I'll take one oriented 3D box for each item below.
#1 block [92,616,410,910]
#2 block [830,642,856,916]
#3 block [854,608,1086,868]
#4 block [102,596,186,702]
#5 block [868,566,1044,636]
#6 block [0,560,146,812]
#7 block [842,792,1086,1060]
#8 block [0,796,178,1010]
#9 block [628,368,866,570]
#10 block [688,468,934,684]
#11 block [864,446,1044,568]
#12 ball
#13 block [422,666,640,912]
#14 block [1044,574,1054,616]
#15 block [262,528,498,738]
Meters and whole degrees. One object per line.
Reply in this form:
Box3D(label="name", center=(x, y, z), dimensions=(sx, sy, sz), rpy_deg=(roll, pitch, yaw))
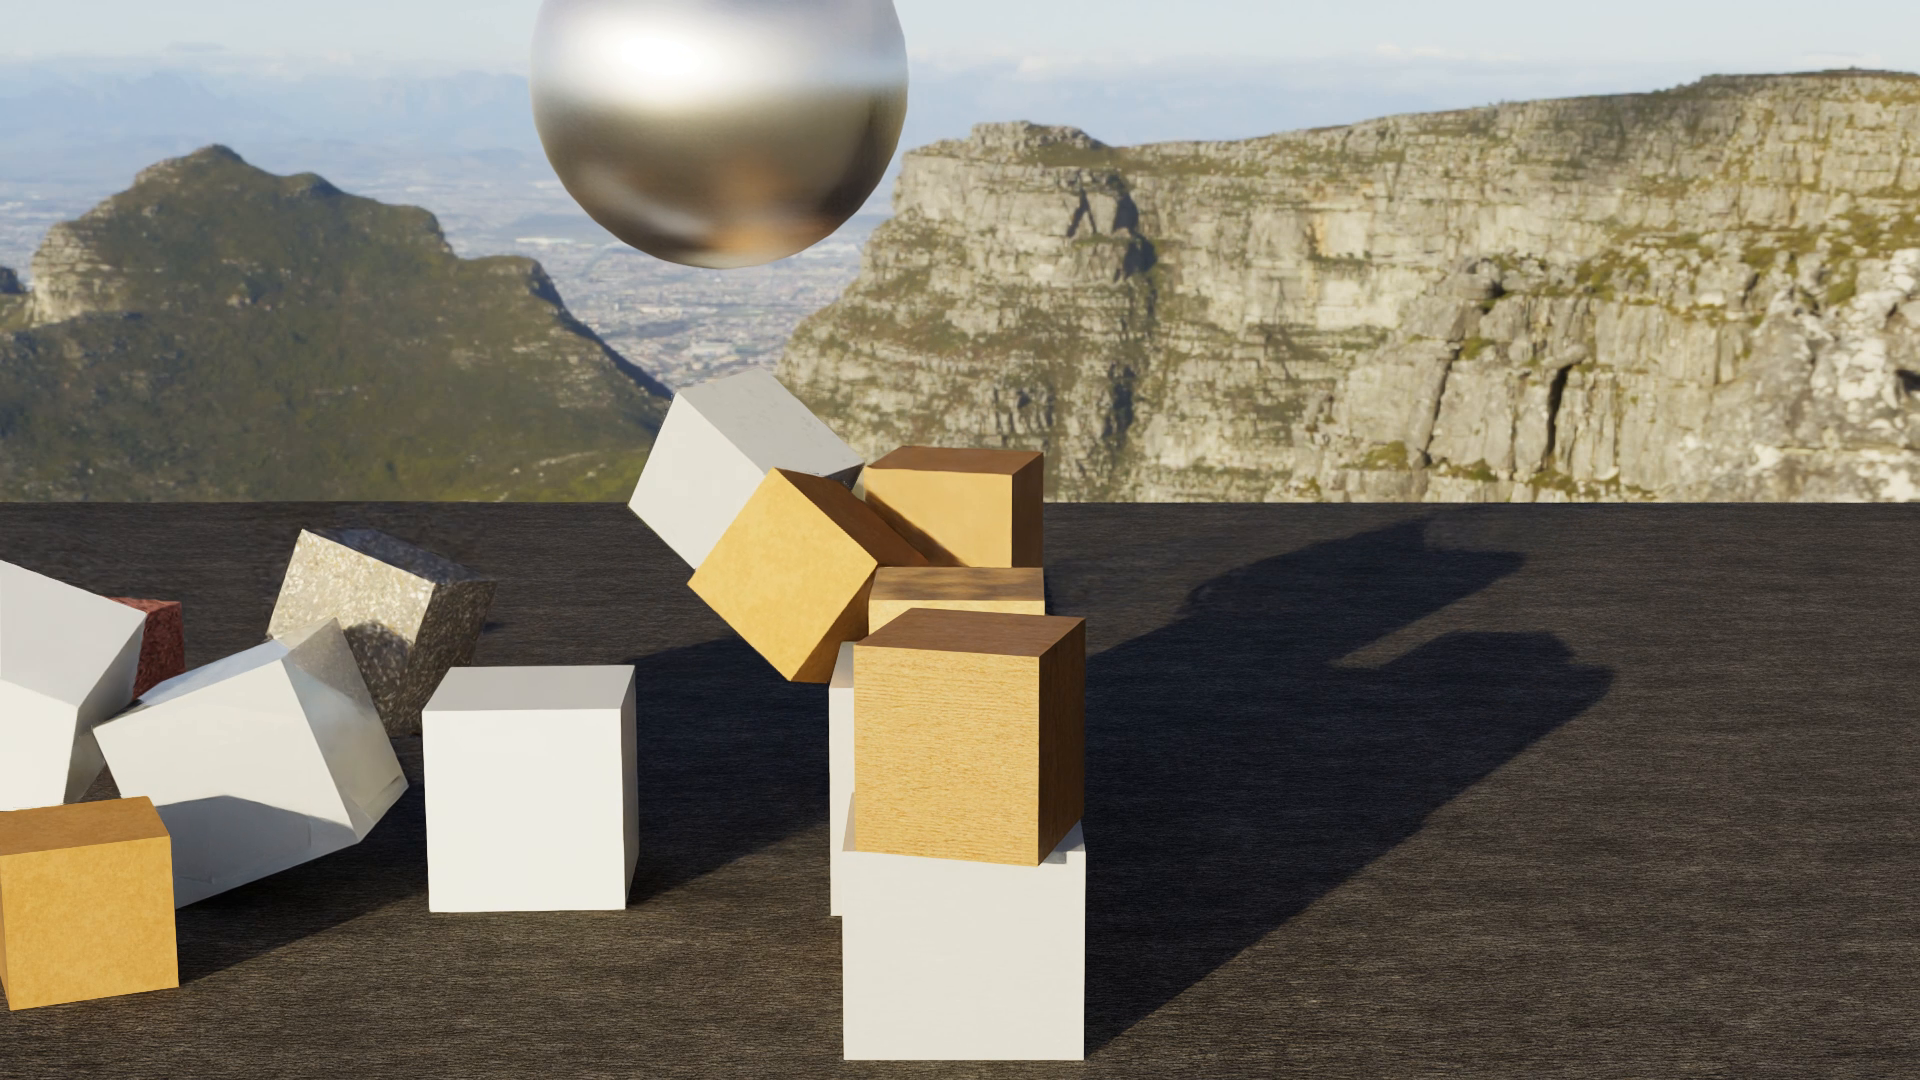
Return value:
Box3D(label="block", center=(-3.075, 0.959, 11.223), dimensions=(0.869, 0.846, 0.861), rpy_deg=(-20, 9, 5))
Box3D(label="block", center=(-0.065, 1.023, 11.180), dimensions=(0.947, 0.987, 0.889), rpy_deg=(0, 10, 1))
Box3D(label="block", center=(0.045, 0.696, 9.279), dimensions=(0.671, 0.750, 0.677), rpy_deg=(3, 11, 16))
Box3D(label="block", center=(-4.740, 0.684, 14.076), dimensions=(0.676, 0.618, 0.651), rpy_deg=(4, 11, 19))
Box3D(label="block", center=(-0.006, 0.519, 10.159), dimensions=(0.670, 0.707, 0.672), rpy_deg=(0, 10, 1))
Box3D(label="block", center=(-4.080, 0.667, 11.168), dimensions=(0.734, 0.754, 0.683), rpy_deg=(20, 35, -3))
Box3D(label="block", center=(0.014, 1.422, 9.560), dimensions=(0.865, 0.781, 0.765), rpy_deg=(0, 10, 0))
Box3D(label="block", center=(-3.455, 1.413, 10.088), dimensions=(0.619, 0.610, 0.620), rpy_deg=(-5, 11, -24))
Box3D(label="block", center=(-1.025, -0.269, 12.301), dimensions=(0.743, 0.716, 0.599), rpy_deg=(42, 36, 21))
Box3D(label="block", center=(-0.666, 0.174, 11.754), dimensions=(0.689, 0.676, 0.661), rpy_deg=(42, 12, 21))
Box3D(label="block", center=(-0.021, -0.008, 12.378), dimensions=(0.717, 0.770, 0.640), rpy_deg=(3, 13, 15))
Box3D(label="ball", center=(-1.013, -1.945, 10.827), dimensions=(1.600, 1.600, 1.600), rpy_deg=(0, 10, 0))
Box3D(label="block", center=(-1.857, 1.071, 11.224), dimensions=(0.824, 0.876, 0.814), rpy_deg=(0, 10, -3))
Box3D(label="block", center=(0.012, 0.717, 13.076), dimensions=(0.899, 0.911, 0.973), rpy_deg=(0, 10, 0))
Box3D(label="block", center=(-2.756, 0.429, 12.113), dimensions=(0.710, 0.763, 0.707), rpy_deg=(21, 5, 13))
